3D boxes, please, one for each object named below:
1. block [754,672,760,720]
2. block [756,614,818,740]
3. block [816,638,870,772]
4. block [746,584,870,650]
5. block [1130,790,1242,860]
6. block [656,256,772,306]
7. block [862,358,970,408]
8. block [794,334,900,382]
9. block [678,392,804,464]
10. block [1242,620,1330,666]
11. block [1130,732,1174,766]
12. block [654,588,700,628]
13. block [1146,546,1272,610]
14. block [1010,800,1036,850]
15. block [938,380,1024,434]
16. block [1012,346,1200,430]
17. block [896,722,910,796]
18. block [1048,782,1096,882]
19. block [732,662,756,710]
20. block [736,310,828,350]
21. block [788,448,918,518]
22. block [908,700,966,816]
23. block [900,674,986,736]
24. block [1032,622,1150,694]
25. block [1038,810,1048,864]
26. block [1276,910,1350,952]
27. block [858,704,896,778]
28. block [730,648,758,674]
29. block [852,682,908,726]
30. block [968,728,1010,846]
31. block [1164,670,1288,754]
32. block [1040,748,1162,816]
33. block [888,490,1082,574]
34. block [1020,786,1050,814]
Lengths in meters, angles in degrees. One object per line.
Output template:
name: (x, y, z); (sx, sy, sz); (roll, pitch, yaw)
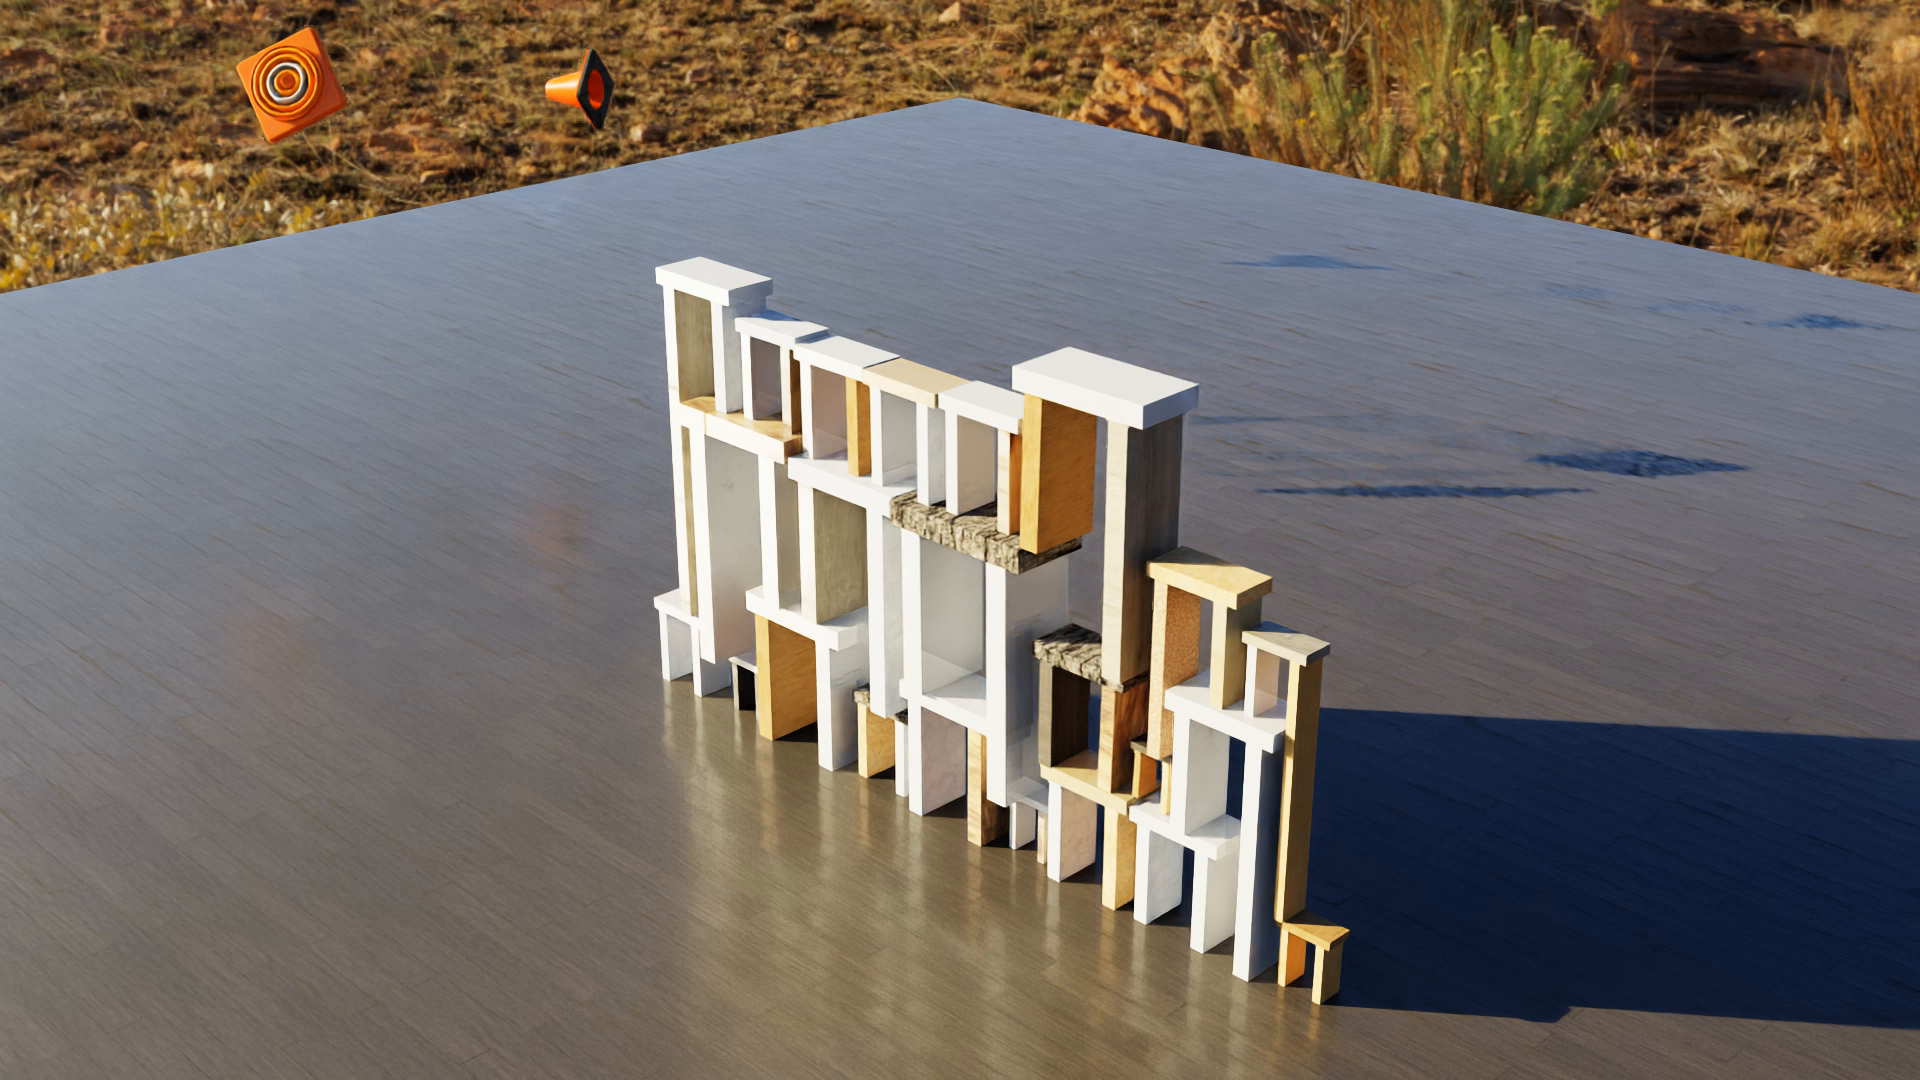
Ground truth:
block: (-0.422, 0.336, 4.824); (0.016, 0.113, 0.057); (21, 31, 41)
block: (-0.368, 0.273, 4.745); (0.041, 0.290, 0.145); (21, 31, 41)
block: (-0.231, 0.327, 4.620); (0.041, 0.290, 0.145); (21, 31, 41)
block: (-0.300, 0.148, 4.618); (0.290, 0.041, 0.145); (21, 31, 41)
block: (0.418, 0.514, 3.993); (0.203, 0.029, 0.102); (21, 31, 41)
block: (-0.510, -0.537, 4.557); (0.118, 0.033, 0.236); (-21, 31, -41)
block: (-0.081, -0.299, 4.179); (0.100, 0.028, 0.200); (-21, 31, -40)
block: (-0.222, -0.358, 4.314); (0.101, 0.029, 0.202); (-21, 31, -40)
block: (-0.413, -0.243, 4.570); (0.334, 0.047, 0.167); (21, 31, 41)
block: (0.549, 0.173, 3.702); (0.133, 0.019, 0.067); (21, 31, 41)
block: (0.361, 0.378, 3.987); (0.097, 0.014, 0.049); (21, 31, 39)
block: (-0.598, 0.153, 4.932); (0.171, 0.024, 0.085); (21, 31, 41)
block: (0.429, 0.063, 3.787); (0.196, 0.028, 0.098); (21, 31, 40)
block: (0.123, 0.546, 4.327); (0.057, 0.114, 0.016); (-21, 31, -41)
block: (0.068, -0.245, 4.047); (0.101, 0.029, 0.202); (-22, 31, -40)
block: (0.252, -0.267, 3.835); (0.299, 0.042, 0.149); (21, 31, 40)
block: (-0.093, 0.436, 4.519); (0.024, 0.168, 0.084); (21, 31, 41)
block: (0.216, 0.540, 4.219); (0.030, 0.211, 0.105); (21, 30, 40)
block: (-0.475, 0.315, 4.874); (0.016, 0.113, 0.057); (21, 31, 41)
block: (-0.360, -0.425, 4.438); (0.183, 0.026, 0.091); (21, 31, 41)
block: (-0.184, -0.125, 4.371); (0.153, 0.043, 0.305); (-21, 31, -40)
block: (-0.046, 0.420, 4.449); (0.126, 0.251, 0.036); (-21, 31, -41)
block: (0.013, 0.311, 4.339); (0.251, 0.036, 0.126); (21, 31, 41)
block: (0.251, 0.216, 4.040); (0.217, 0.031, 0.108); (21, 31, 39)
block: (0.177, 0.567, 4.277); (0.057, 0.114, 0.016); (-21, 31, -41)
block: (0.616, 0.678, 3.846); (0.058, 0.016, 0.115); (-21, 31, -41)
block: (-0.173, 0.405, 4.591); (0.084, 0.168, 0.024); (-21, 31, -41)
block: (-0.449, 0.266, 4.824); (0.113, 0.016, 0.057); (21, 31, 41)
block: (-0.133, 0.332, 4.518); (0.084, 0.024, 0.168); (-21, 31, -41)
block: (0.072, 0.466, 4.340); (0.126, 0.251, 0.036); (-21, 31, -41)
block: (0.486, 0.296, 3.820); (0.237, 0.034, 0.118); (21, 31, 41)
block: (0.265, 0.448, 4.126); (0.211, 0.030, 0.105); (21, 30, 40)
block: (0.046, -0.031, 4.159); (0.171, 0.049, 0.343); (-22, 31, -40)
block: (0.150, 0.497, 4.277); (0.057, 0.016, 0.114); (-22, 31, -40)
